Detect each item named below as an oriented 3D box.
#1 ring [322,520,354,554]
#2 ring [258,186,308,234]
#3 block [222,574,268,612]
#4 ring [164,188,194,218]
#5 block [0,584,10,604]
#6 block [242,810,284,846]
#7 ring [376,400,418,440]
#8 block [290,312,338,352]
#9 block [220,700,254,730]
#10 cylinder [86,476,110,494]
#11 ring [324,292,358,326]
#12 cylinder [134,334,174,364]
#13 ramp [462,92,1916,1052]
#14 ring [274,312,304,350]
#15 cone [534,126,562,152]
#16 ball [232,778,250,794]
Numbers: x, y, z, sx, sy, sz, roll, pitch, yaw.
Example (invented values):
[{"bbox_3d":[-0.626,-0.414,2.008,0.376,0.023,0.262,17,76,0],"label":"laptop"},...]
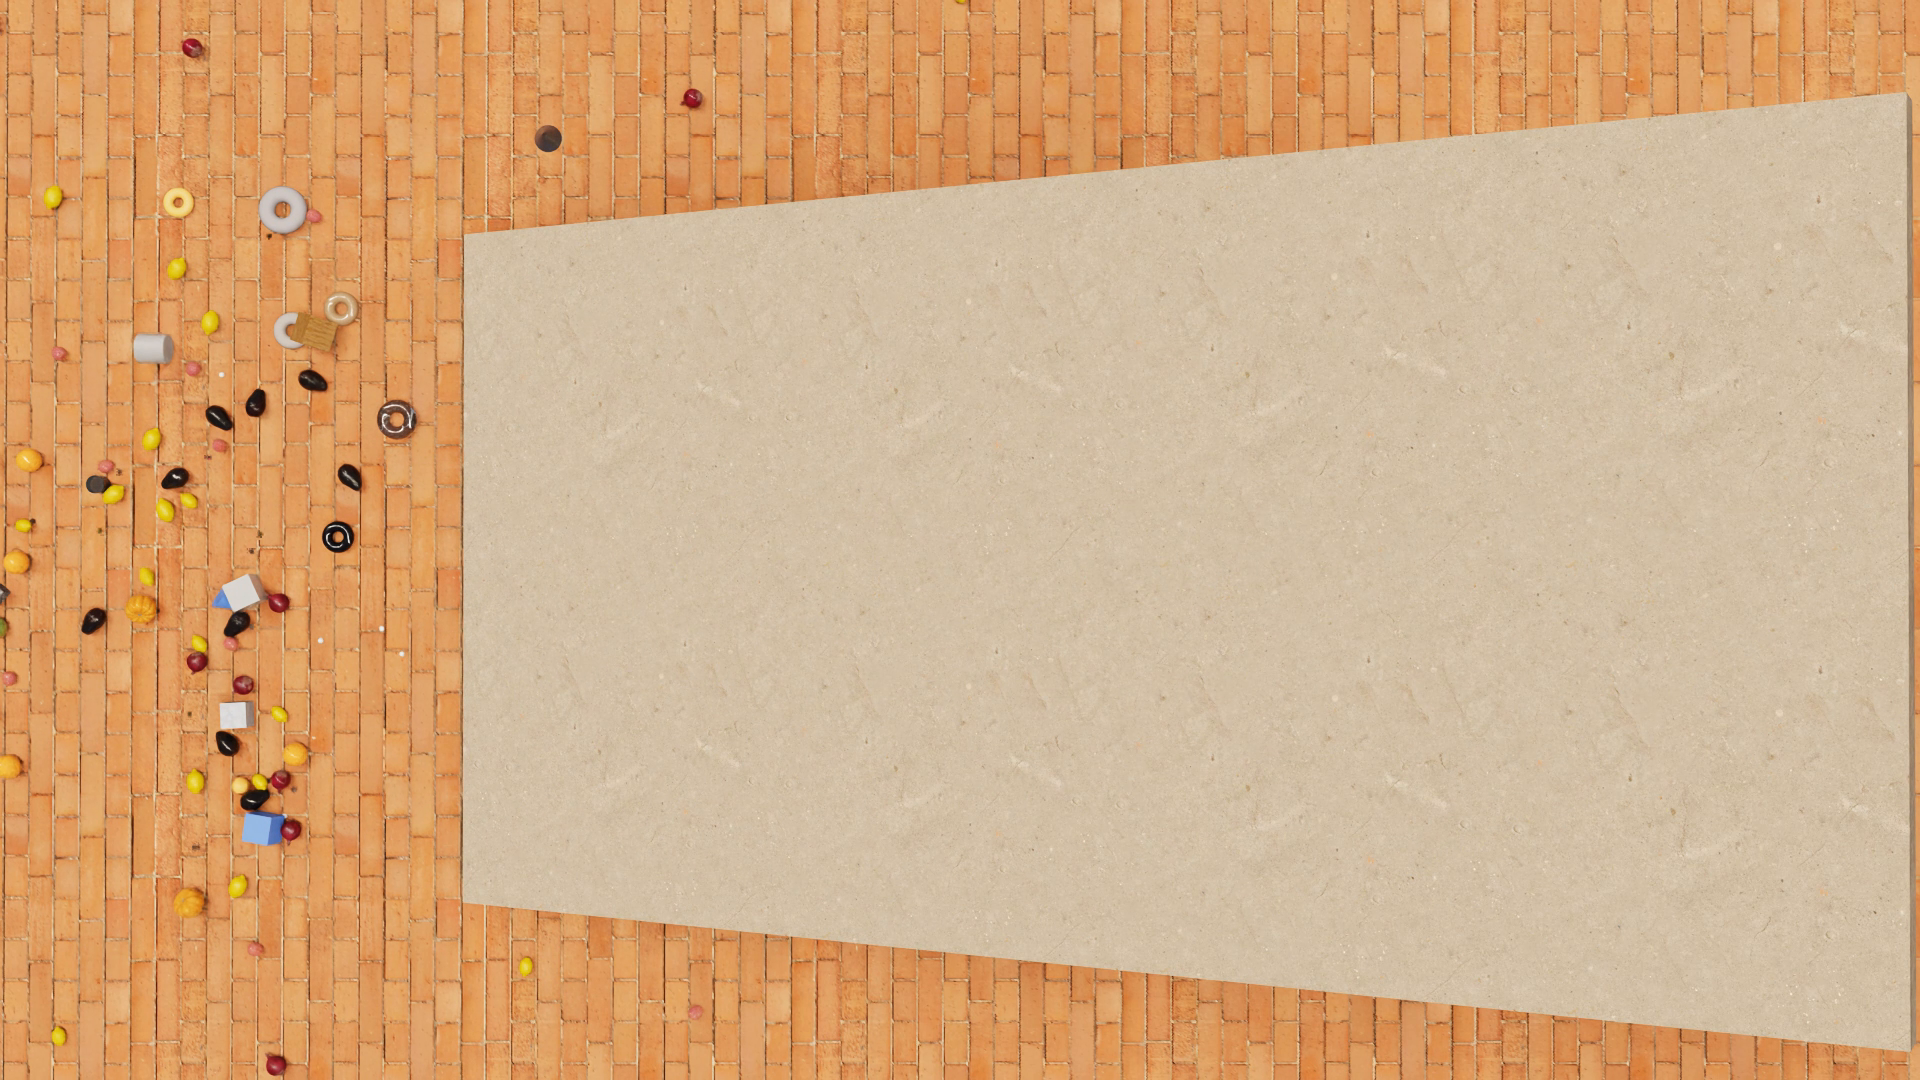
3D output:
[{"bbox_3d":[-1.882,-0.009,6.655,0.098,0.033,0.098,0,91,0],"label":"ring"},{"bbox_3d":[-2.050,-0.999,6.657,0.146,0.049,0.146,0,89,-1],"label":"ring"},{"bbox_3d":[-2.153,0.159,6.626,0.086,0.086,0.086,-25,89,0],"label":"block"},{"bbox_3d":[-2.369,-1.023,6.666,0.092,0.031,0.092,0,89,-1],"label":"ring"},{"bbox_3d":[-2.916,0.160,6.642,0.054,0.054,0.054,40,90,0],"label":"block"},{"bbox_3d":[-2.095,0.867,6.613,0.084,0.084,0.084,8,89,11],"label":"block"},{"bbox_3d":[-1.704,-0.364,6.655,0.123,0.041,0.123,0,91,0],"label":"ring"},{"bbox_3d":[-1.943,-0.625,6.614,0.090,0.090,0.090,19,89,-41],"label":"block"},{"bbox_3d":[-2.178,0.527,6.627,0.077,0.077,0.077,-3,89,0],"label":"block"},{"bbox_3d":[-2.603,-0.167,6.645,0.055,0.055,0.055,0,89,0],"label":"cylinder"},{"bbox_3d":[-1.874,-0.700,6.661,0.106,0.035,0.106,0,90,-1],"label":"ring"},{"bbox_3d":[-2.433,-0.576,6.633,0.087,0.087,0.087,2,89,0],"label":"cylinder"},{"bbox_3d":[0.270,0.075,5.626,4.000,0.100,2.000,0,89,30],"label":"ramp"},{"bbox_3d":[-2.022,-0.634,6.659,0.112,0.037,0.112,0,91,1],"label":"ring"},{"bbox_3d":[-1.251,-1.220,6.641,0.083,0.083,0.083,0,89,0],"label":"cone"},{"bbox_3d":[-2.171,0.741,6.638,0.051,0.051,0.051,0,89,0],"label":"ball"}]
